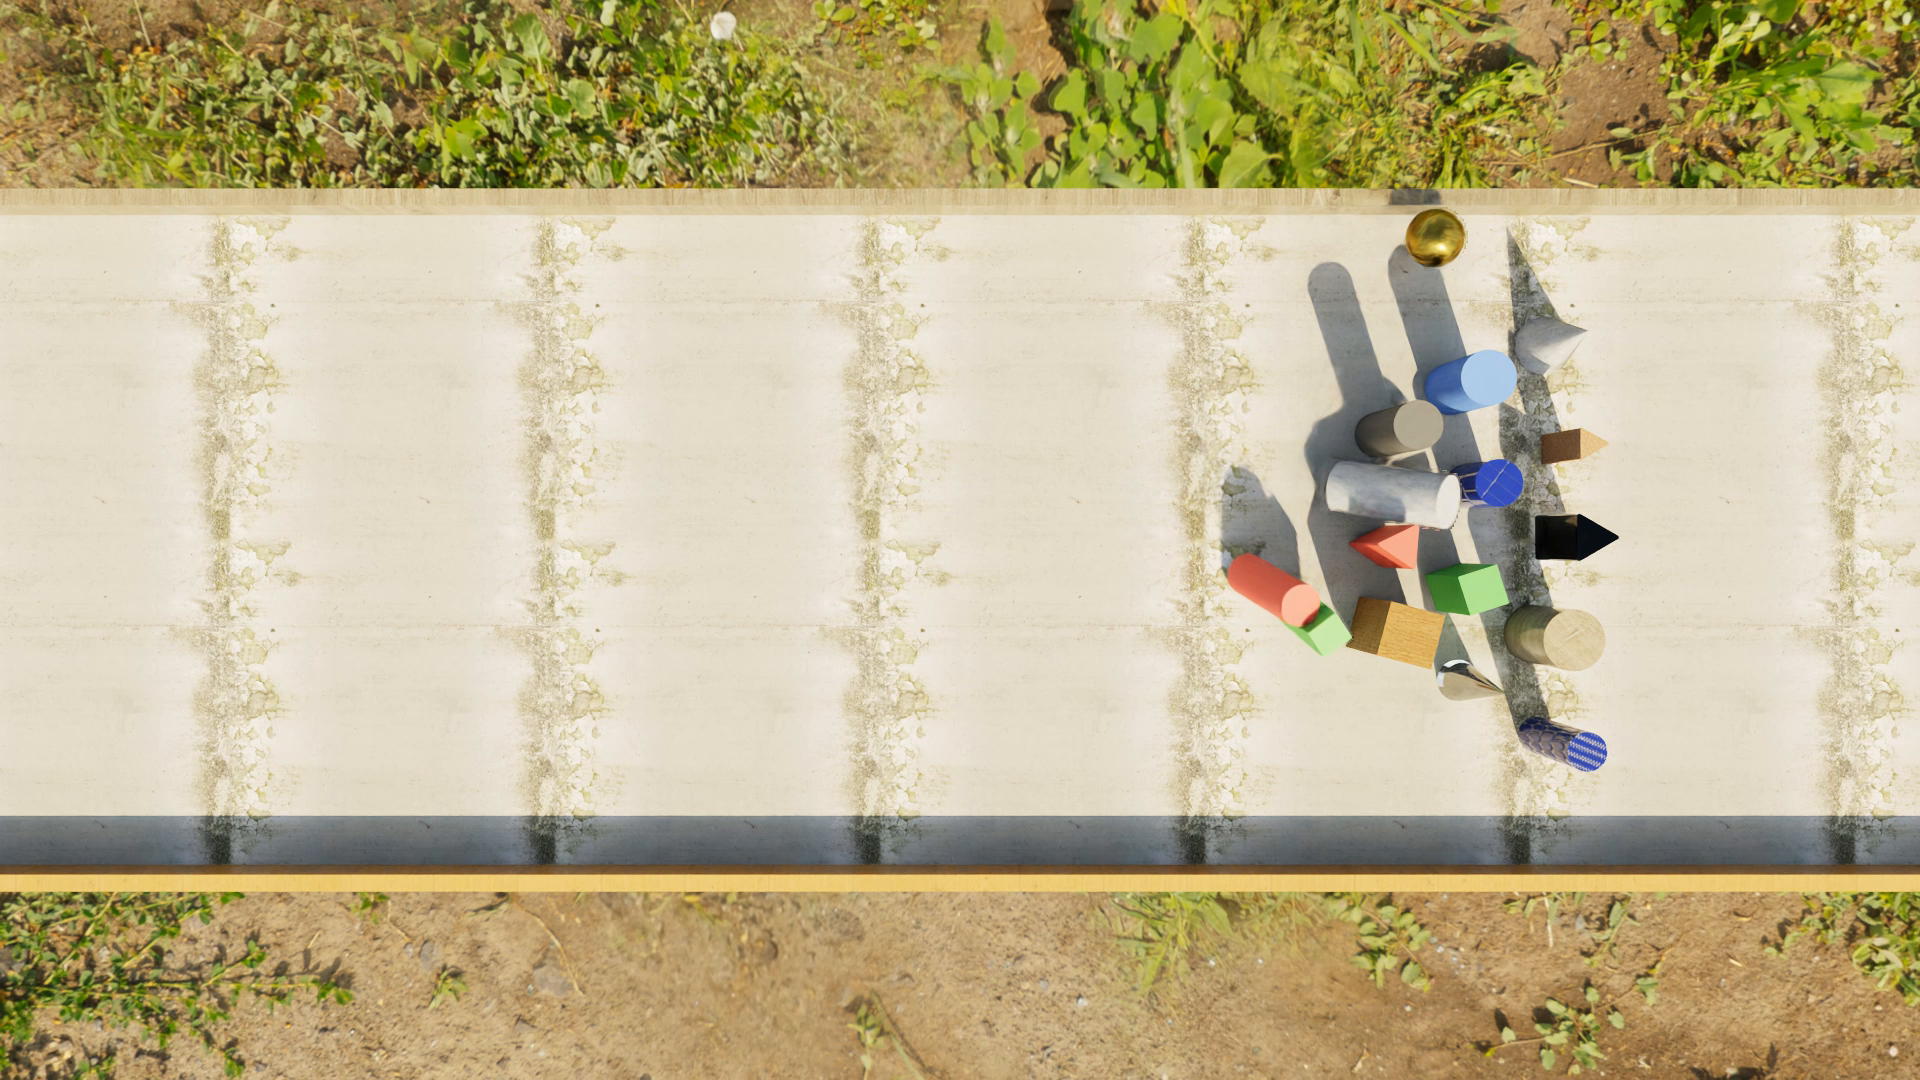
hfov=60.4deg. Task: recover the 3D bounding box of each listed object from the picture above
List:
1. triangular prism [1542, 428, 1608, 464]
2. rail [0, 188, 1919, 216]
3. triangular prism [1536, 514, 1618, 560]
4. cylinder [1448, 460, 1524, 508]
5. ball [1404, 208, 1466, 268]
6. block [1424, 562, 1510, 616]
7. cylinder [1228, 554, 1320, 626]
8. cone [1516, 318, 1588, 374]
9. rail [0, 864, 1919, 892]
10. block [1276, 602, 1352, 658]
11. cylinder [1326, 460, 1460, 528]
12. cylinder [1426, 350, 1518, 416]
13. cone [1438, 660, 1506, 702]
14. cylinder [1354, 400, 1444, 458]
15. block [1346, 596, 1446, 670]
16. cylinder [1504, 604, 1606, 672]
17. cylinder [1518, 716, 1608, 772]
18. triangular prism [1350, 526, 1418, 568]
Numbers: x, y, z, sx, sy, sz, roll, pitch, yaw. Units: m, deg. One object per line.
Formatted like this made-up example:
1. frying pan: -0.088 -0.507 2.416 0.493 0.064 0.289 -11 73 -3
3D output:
1. triangular prism: 1.812 -0.290 4.916 0.091 0.321 0.079 -30 90 0
2. rail: -2.247 -1.025 5.002 12.000 0.150 0.050 0 90 0
3. triangular prism: 1.803 -0.024 4.903 0.135 0.347 0.117 -30 90 0
4. cylinder: 1.560 -0.165 4.923 0.139 0.307 0.139 0 90 0
5. ball: 1.396 -0.887 4.846 0.171 0.171 0.171 0 90 0
6. block: 1.504 0.144 4.907 0.117 0.339 0.117 -18 90 0
7. cylinder: 0.928 0.145 4.899 0.127 0.332 0.127 -5 107 -18
8. cone: 1.797 -0.599 4.894 0.176 0.365 0.176 0 90 0
9. rail: -2.247 1.025 5.001 12.000 0.150 0.050 0 90 0
10. block: 1.029 0.226 4.904 0.100 0.332 0.100 -37 112 0
11. cylinder: 1.285 -0.138 4.905 0.349 0.161 0.161 11 90 38
12. cylinder: 1.511 -0.464 4.893 0.160 0.367 0.160 0 90 0
13. cone: 1.533 0.433 4.849 0.128 0.454 0.128 0 90 0
14. cylinder: 1.285 -0.323 4.848 0.140 0.456 0.140 0 90 0
15. block: 1.285 0.272 4.887 0.160 0.379 0.160 15 90 0
16. cylinder: 1.762 0.288 4.903 0.178 0.348 0.178 0 90 0
17. cylinder: 1.774 0.599 4.870 0.113 0.414 0.113 0 90 0
18. triangular prism: 1.279 0.002 4.897 0.126 0.360 0.109 34 90 0
